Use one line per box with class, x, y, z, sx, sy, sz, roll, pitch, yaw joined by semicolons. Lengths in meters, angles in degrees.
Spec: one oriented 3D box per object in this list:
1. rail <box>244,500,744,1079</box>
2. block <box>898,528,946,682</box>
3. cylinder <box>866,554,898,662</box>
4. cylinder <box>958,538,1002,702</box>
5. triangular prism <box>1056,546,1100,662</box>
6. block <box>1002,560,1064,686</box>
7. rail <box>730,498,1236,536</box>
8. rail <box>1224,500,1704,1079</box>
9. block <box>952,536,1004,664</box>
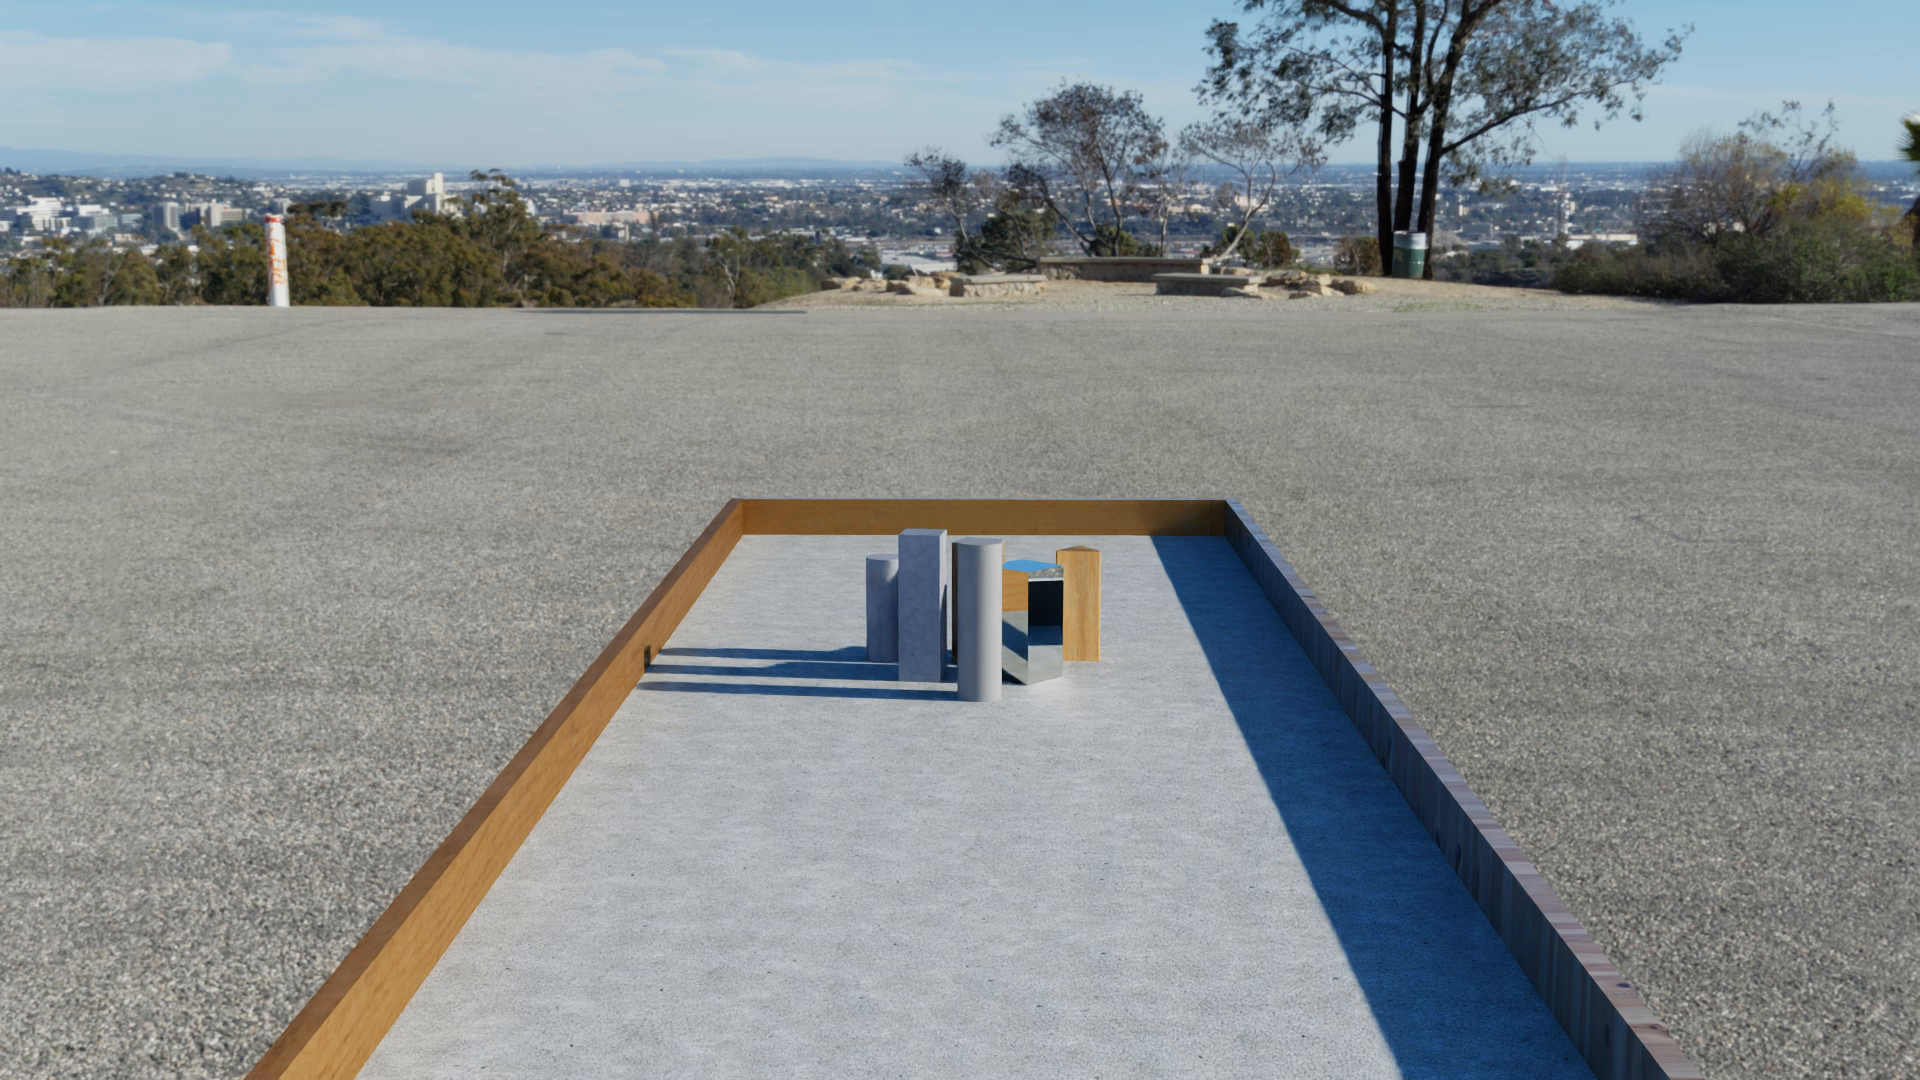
rail;-1.004;0.839;3.234;0.050;0.150;12.000;0;9;1
block;-0.108;0.190;6.426;0.122;0.433;0.122;1;9;9
cylinder;-0.225;0.207;6.700;0.121;0.315;0.121;0;9;0
cylinder;0.055;0.224;6.175;0.125;0.445;0.125;0;9;0
triangular prism;0.363;0.192;6.720;0.133;0.338;0.115;1;9;6
block;0.188;0.239;6.441;0.162;0.332;0.162;8;12;41
rail;0.099;-0.098;9.147;2.100;0.150;0.050;0;9;1
rail;1.046;0.843;3.208;0.050;0.150;12.000;0;9;1
block;0.056;0.185;6.659;0.122;0.370;0.122;4;10;24
